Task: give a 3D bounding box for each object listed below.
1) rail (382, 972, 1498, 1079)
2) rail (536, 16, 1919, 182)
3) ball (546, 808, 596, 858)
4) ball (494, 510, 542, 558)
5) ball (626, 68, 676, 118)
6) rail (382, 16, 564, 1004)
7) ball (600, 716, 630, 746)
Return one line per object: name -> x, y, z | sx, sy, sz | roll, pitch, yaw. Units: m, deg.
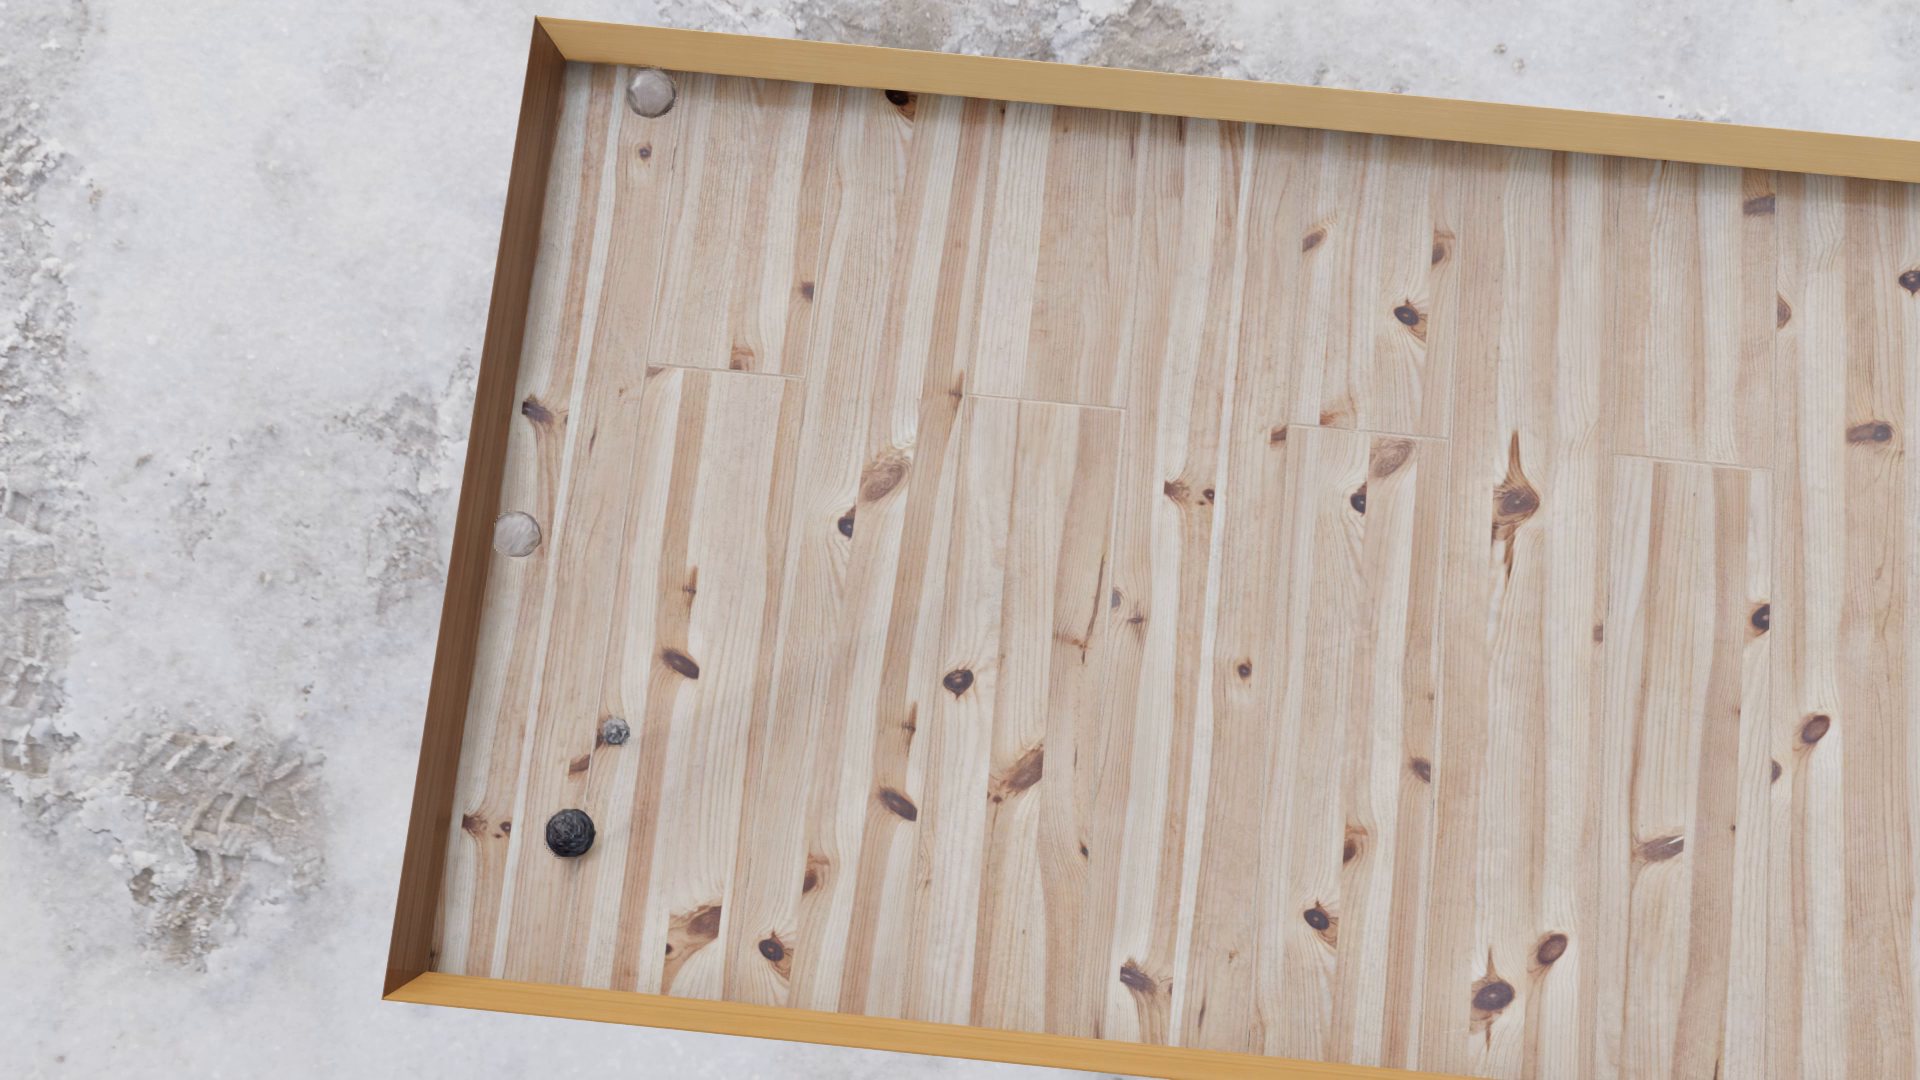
rail -> 0.670, 0.779, 3.121 | 2.982, 0.103, 0.045 | 5, 77, 1
rail -> 0.814, -0.647, 3.461 | 2.982, 0.103, 0.045 | 5, 77, 1
ball -> -0.571, 0.429, 3.221 | 0.072, 0.072, 0.072 | 0, 77, 0
ball -> -0.670, -0.009, 3.326 | 0.071, 0.071, 0.071 | 0, 77, 0
ball -> -0.491, -0.709, 3.488 | 0.079, 0.079, 0.079 | 0, 77, 0
rail -> -0.718, -0.073, 3.324 | 0.045, 0.103, 1.520 | 5, 77, 1
ball -> -0.512, 0.284, 3.270 | 0.043, 0.043, 0.043 | 0, 77, 0
